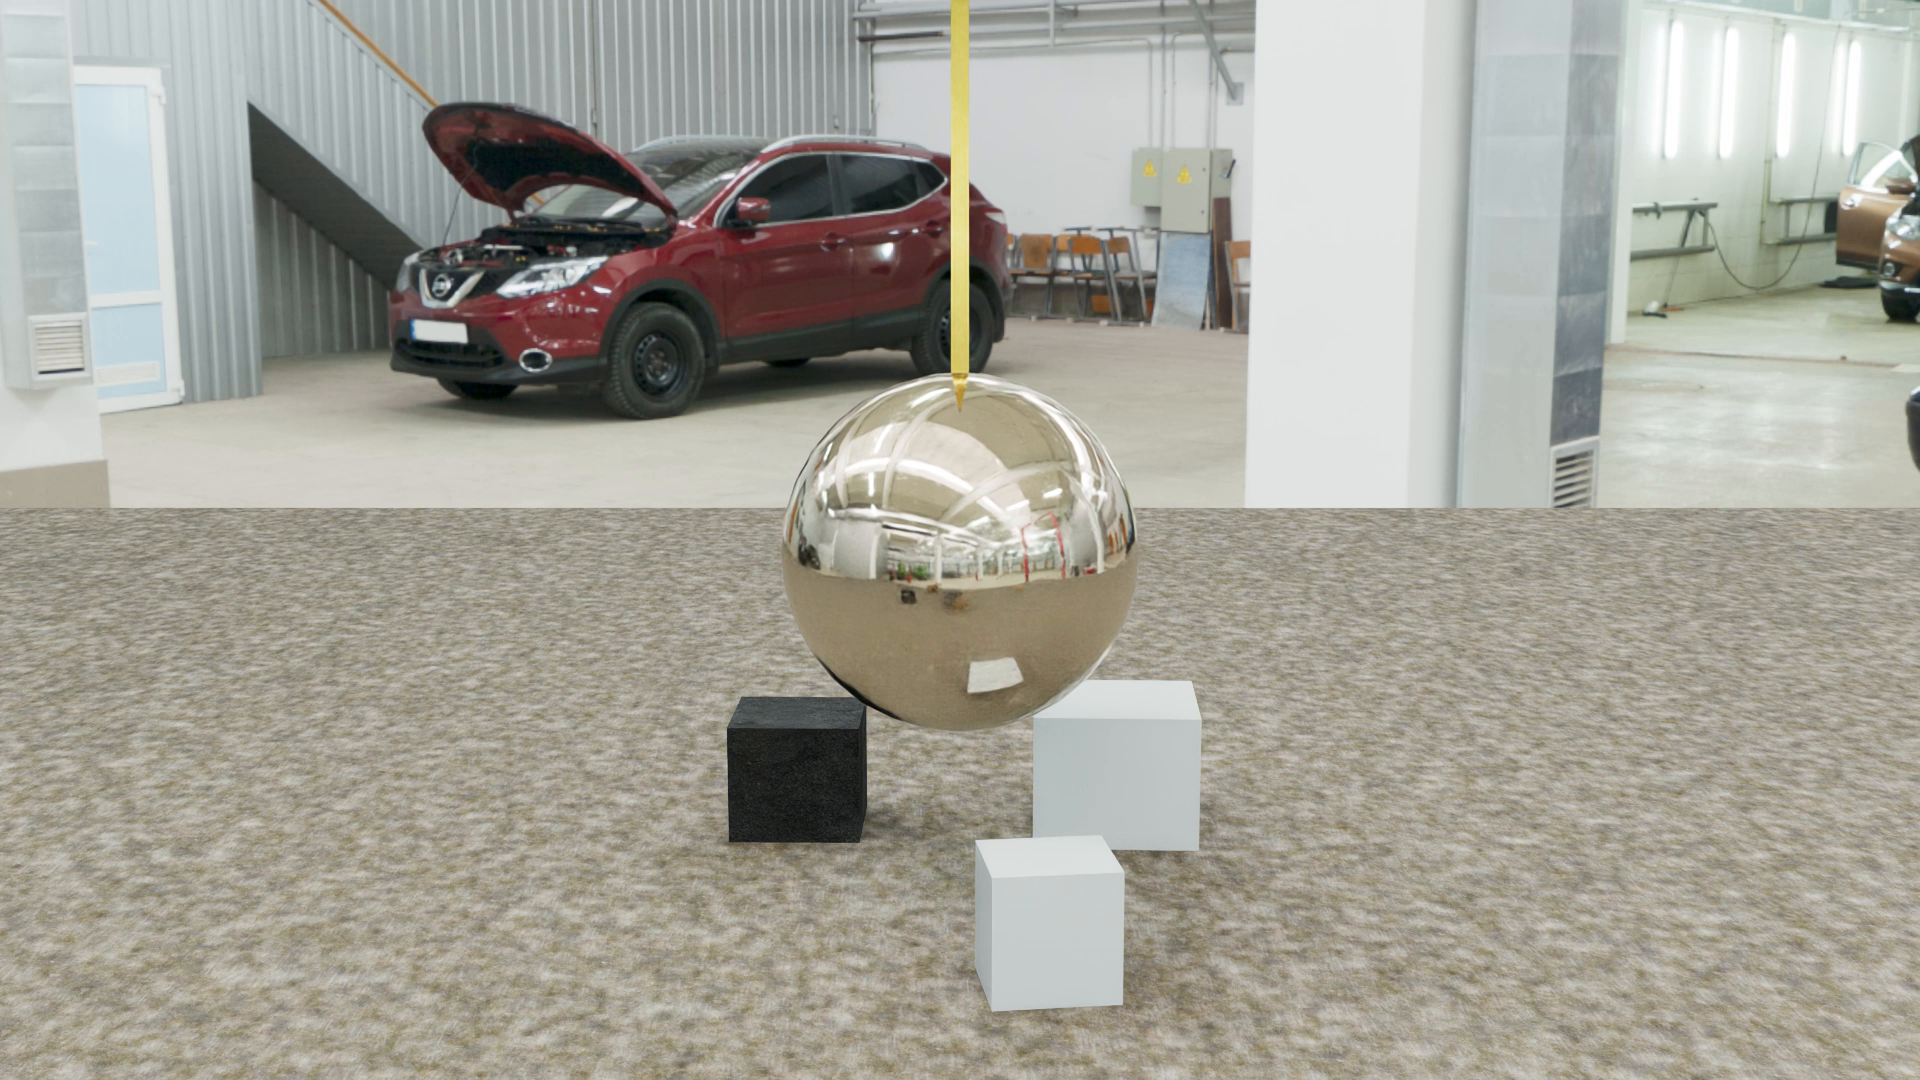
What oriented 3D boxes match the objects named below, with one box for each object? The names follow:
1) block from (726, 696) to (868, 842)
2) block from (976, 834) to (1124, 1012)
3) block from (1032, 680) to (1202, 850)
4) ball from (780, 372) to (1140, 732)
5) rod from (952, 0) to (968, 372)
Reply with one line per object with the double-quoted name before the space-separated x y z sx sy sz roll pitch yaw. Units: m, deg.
"block" -0.834 1.182 11.398 0.663 0.597 0.637 0 10 1
"block" 0.367 1.595 9.202 0.545 0.570 0.493 -1 10 -7
"block" 0.796 1.149 11.352 0.832 0.678 0.790 0 10 2
"ball" 0.000 0.054 9.815 1.600 1.600 1.600 0 10 0
"rod" 0.000 -3.343 9.977 0.080 5.200 0.080 0 -3 0
